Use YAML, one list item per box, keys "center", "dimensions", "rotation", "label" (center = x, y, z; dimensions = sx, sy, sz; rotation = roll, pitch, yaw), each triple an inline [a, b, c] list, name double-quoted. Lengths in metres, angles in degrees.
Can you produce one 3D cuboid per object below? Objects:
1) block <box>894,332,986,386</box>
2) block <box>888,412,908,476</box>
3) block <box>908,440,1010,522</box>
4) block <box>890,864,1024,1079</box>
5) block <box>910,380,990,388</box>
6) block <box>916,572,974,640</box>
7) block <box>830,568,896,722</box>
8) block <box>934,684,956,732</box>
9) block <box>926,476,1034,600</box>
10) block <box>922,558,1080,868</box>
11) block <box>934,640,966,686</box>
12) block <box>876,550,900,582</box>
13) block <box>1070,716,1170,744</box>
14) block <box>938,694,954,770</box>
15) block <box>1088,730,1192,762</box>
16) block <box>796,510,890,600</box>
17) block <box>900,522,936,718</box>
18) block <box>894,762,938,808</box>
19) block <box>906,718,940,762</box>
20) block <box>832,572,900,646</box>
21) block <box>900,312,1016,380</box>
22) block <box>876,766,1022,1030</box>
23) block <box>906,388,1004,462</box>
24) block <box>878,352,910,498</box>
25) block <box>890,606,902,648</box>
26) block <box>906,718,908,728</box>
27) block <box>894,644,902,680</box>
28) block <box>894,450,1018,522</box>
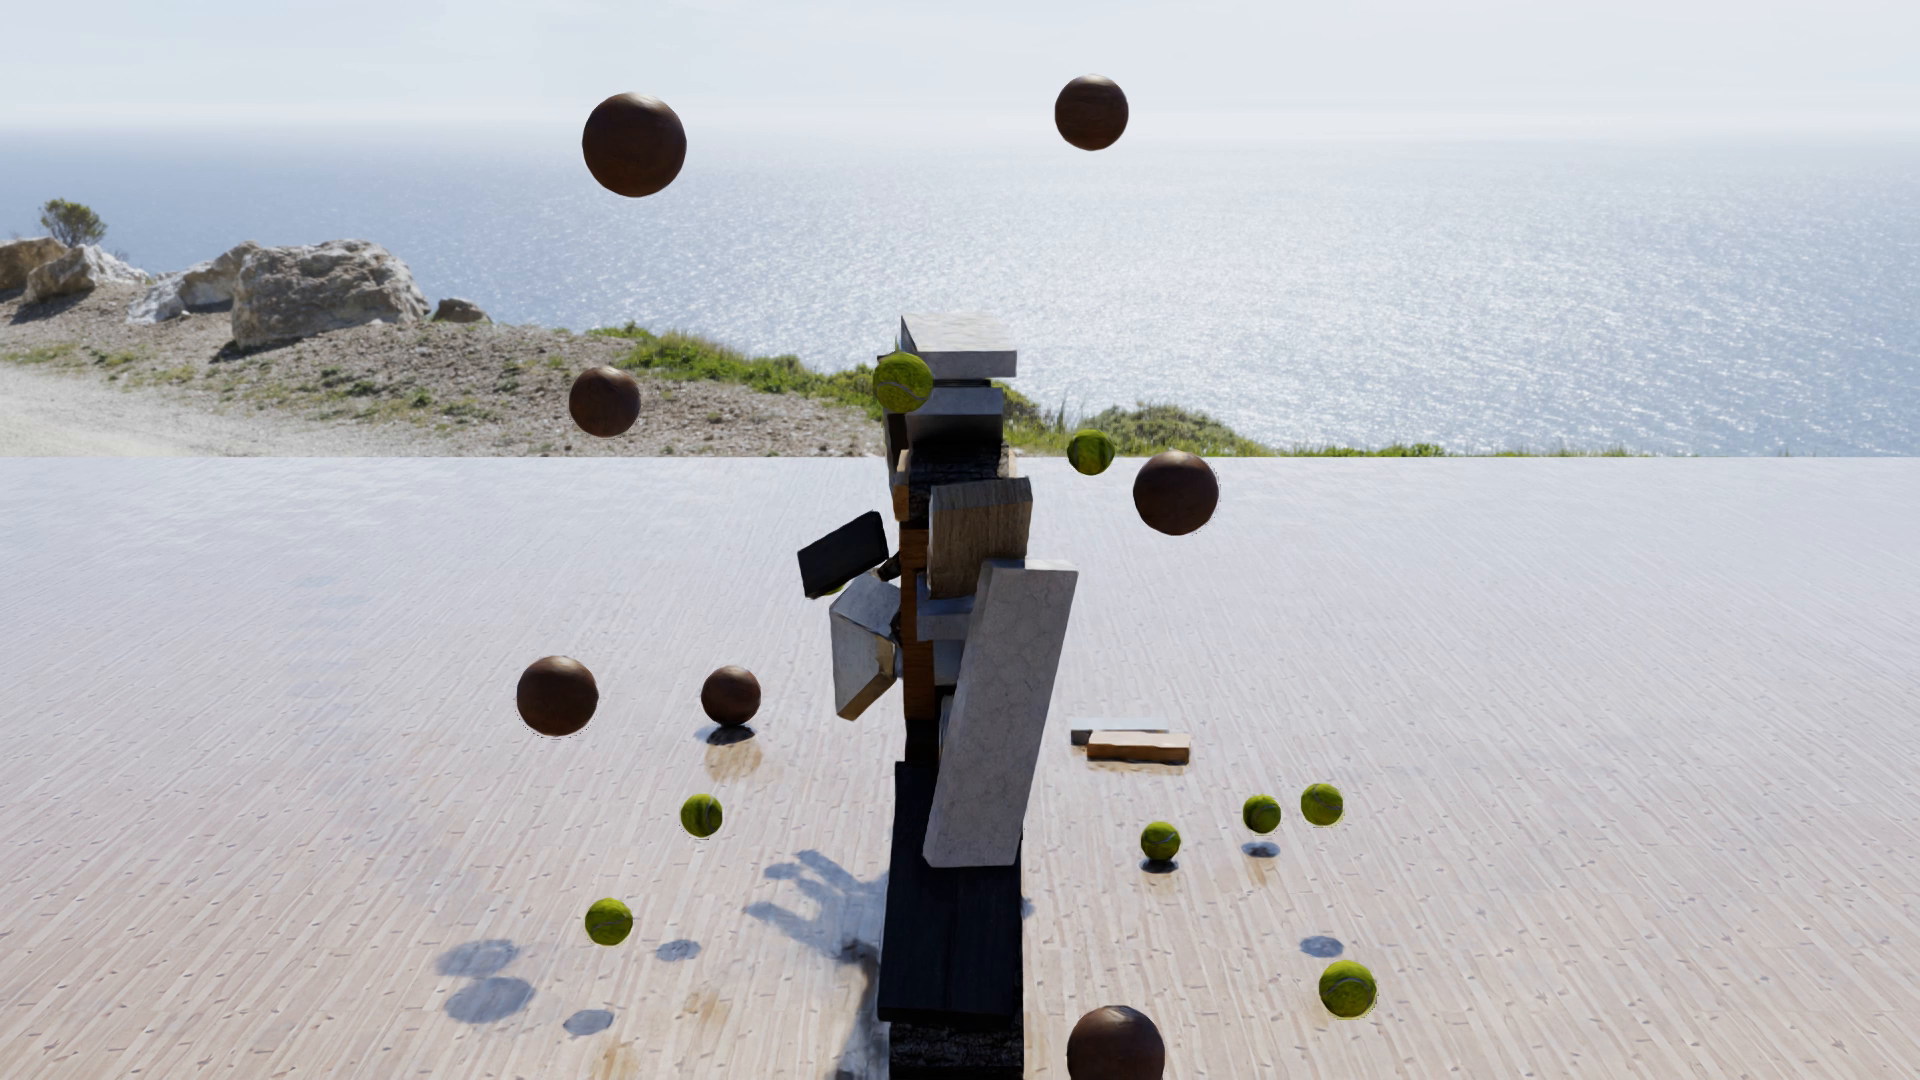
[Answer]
- center: [-0.031, -0.266, 3.207]
  dimensions: [0.115, 0.033, 0.230]
  rotation: [-1, 17, -5]
  label: "block"
- center: [-0.045, -0.013, 3.993]
  dimensions: [0.038, 0.446, 0.134]
  rotation: [-12, 8, -44]
  label: "block"
- center: [0.000, -0.083, 3.025]
  dimensions: [0.135, 0.038, 0.270]
  rotation: [0, 18, 0]
  label: "block"
- center: [-0.004, 0.561, 3.026]
  dimensions: [0.179, 0.357, 0.051]
  rotation: [0, -33, 0]
  label: "block"
- center: [-0.012, -0.179, 3.254]
  dimensions: [0.115, 0.033, 0.230]
  rotation: [0, -17, 0]
  label: "block"
- center: [0.002, 0.089, 3.025]
  dimensions: [0.123, 0.035, 0.247]
  rotation: [-1, 12, -1]
  label: "block"
- center: [-0.180, 0.188, 4.034]
  dimensions: [0.038, 0.134, 0.268]
  rotation: [25, 37, -28]
  label: "block"
- center: [0.004, 0.190, 3.214]
  dimensions: [0.082, 0.199, 0.023]
  rotation: [0, 27, 1]
  label: "block"
- center: [0.023, 0.000, 2.827]
  dimensions: [0.123, 0.035, 0.247]
  rotation: [-6, -28, -5]
  label: "block"
- center: [0.051, 0.232, 2.910]
  dimensions: [0.123, 0.435, 0.035]
  rotation: [2, 21, -25]
  label: "block"
- center: [0.004, 0.131, 3.123]
  dimensions: [0.082, 0.023, 0.165]
  rotation: [-1, 50, 0]
  label: "block"
- center: [-0.066, 0.017, 3.842]
  dimensions: [0.090, 0.026, 0.181]
  rotation: [-20, -12, -36]
  label: "block"
- center: [0.335, 0.399, 4.618]
  dimensions: [0.203, 0.029, 0.102]
  rotation: [0, 11, 2]
  label: "block"
- center: [0.013, 0.292, 3.065]
  dimensions: [0.082, 0.023, 0.165]
  rotation: [8, 46, -7]
  label: "block"
- center: [0.368, 0.421, 4.500]
  dimensions: [0.203, 0.029, 0.102]
  rotation: [2, 11, 9]
  label: "block"
- center: [-0.209, 0.027, 3.927]
  dimensions: [0.181, 0.090, 0.026]
  rotation: [-29, -29, 29]
  label: "block"
- center: [0.001, 0.113, 3.243]
  dimensions: [0.175, 0.349, 0.049]
  rotation: [-1, 36, 0]
  label: "block"
- center: [-0.004, 0.500, 3.169]
  dimensions: [0.179, 0.357, 0.051]
  rotation: [0, -2, 0]
  label: "block"
- center: [0.003, 0.287, 3.360]
  dimensions: [0.164, 0.046, 0.328]
  rotation: [0, 11, 0]
  label: "block"
- center: [-0.146, 0.120, 3.931]
  dimensions: [0.026, 0.090, 0.243]
  rotation: [41, -10, -27]
  label: "block"
- center: [-0.005, -0.278, 3.126]
  dimensions: [0.135, 0.038, 0.270]
  rotation: [-1, 17, -6]
  label: "block"
- center: [-0.009, 0.485, 3.015]
  dimensions: [0.179, 0.357, 0.051]
  rotation: [3, -33, 2]
  label: "block"
- center: [-0.007, -0.162, 3.144]
  dimensions: [0.135, 0.038, 0.270]
  rotation: [0, -12, 0]
  label: "block"
- center: [-0.082, -0.219, 4.067]
  dimensions: [0.038, 0.268, 0.134]
  rotation: [-1, -7, -44]
  label: "block"
- center: [-0.076, 0.154, 3.804]
  dimensions: [0.022, 0.078, 0.156]
  rotation: [22, -22, 24]
  label: "block"
- center: [-0.003, 0.111, 3.472]
  dimensions: [0.175, 0.426, 0.049]
  rotation: [0, 31, 0]
  label: "block"
- center: [-0.096, 0.177, 3.951]
  dimensions: [0.019, 0.133, 0.067]
  rotation: [17, -41, -22]
  label: "block"
- center: [-0.005, -0.083, 3.242]
  dimensions: [0.175, 0.049, 0.349]
  rotation: [0, 11, 0]
  label: "block"
